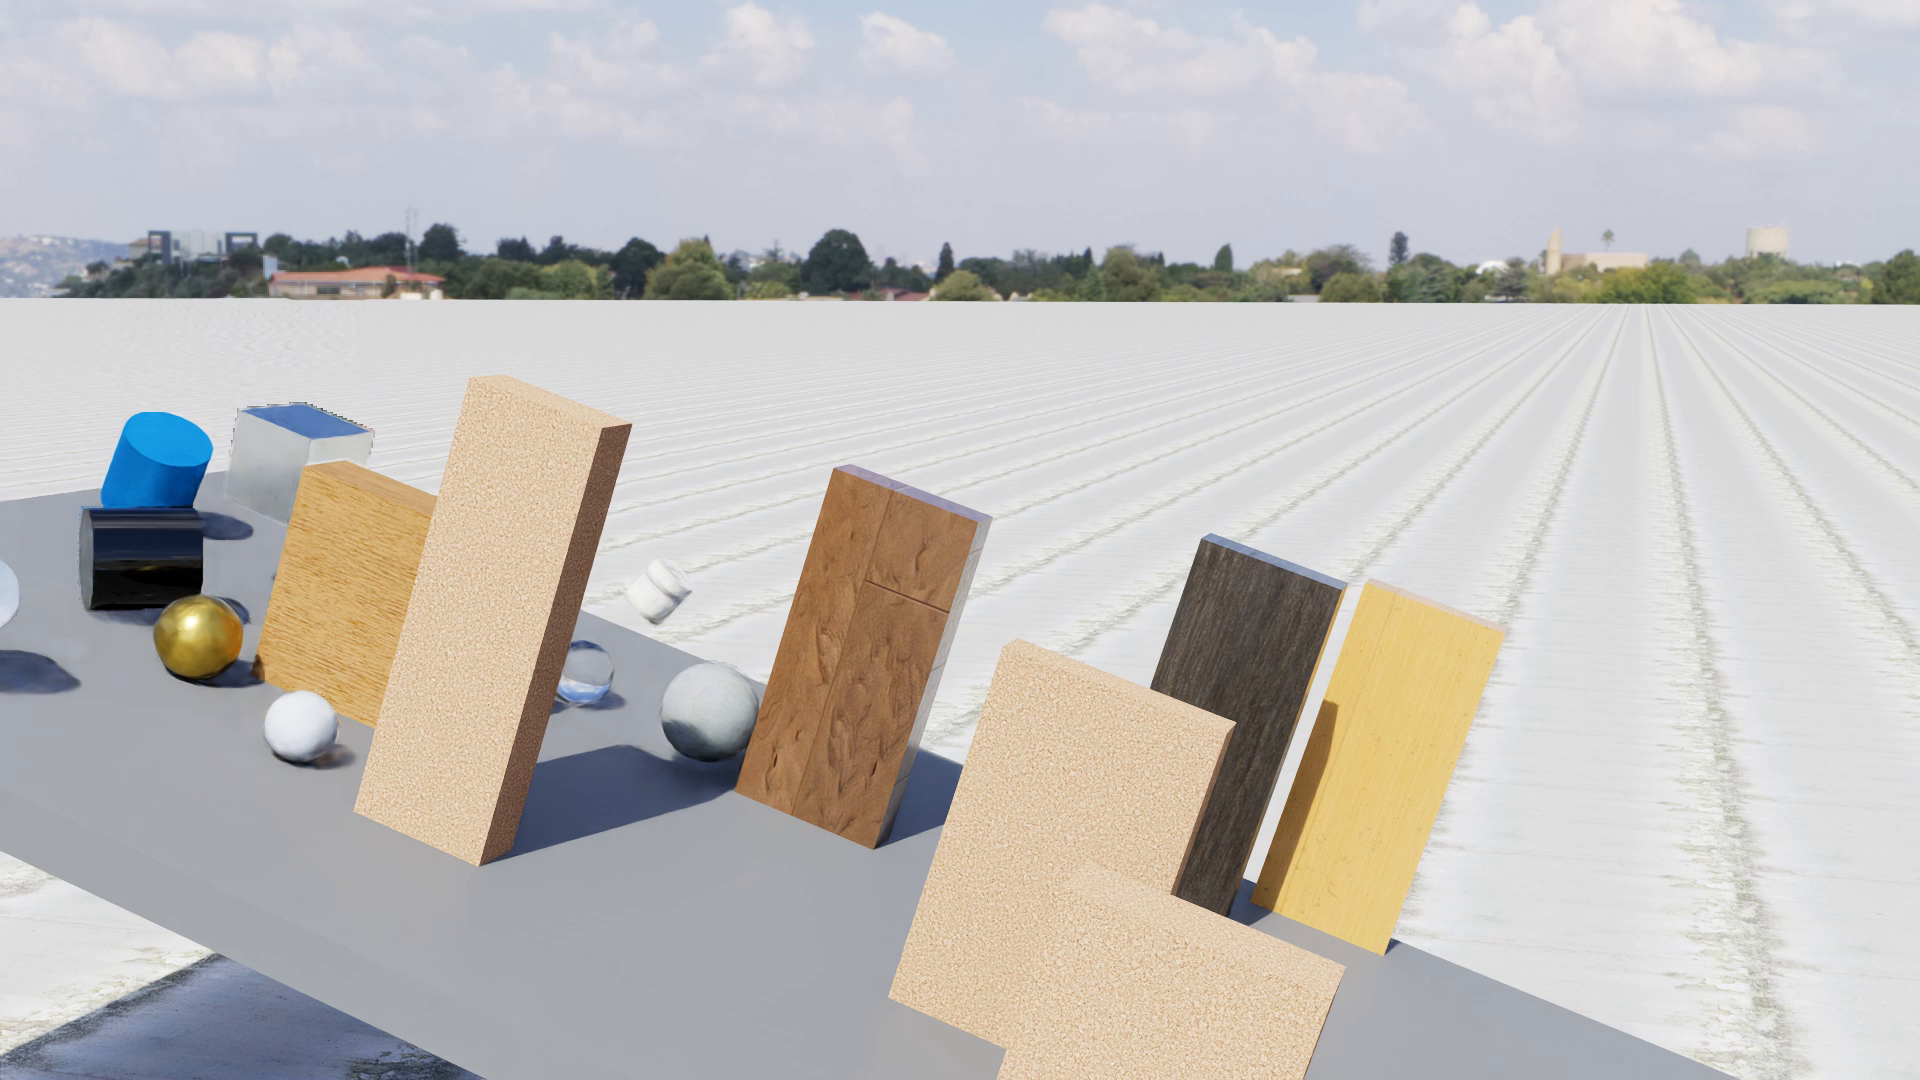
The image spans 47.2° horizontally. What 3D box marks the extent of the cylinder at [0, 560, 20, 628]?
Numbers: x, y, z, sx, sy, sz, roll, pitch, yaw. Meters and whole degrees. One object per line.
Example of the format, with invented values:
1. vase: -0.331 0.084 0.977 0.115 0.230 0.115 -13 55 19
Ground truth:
1. cylinder: -1.714 0.102 3.812 0.141 0.141 0.141 -4 -7 -30

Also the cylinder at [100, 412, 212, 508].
1. cylinder: -1.814 -0.153 4.966 0.195 0.195 0.195 24 30 -14

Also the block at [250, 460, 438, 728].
1. block: -1.132 0.117 4.279 0.372 0.436 0.142 21 12 14

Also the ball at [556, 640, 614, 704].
1. ball: -0.812 0.283 4.723 0.137 0.137 0.137 0 7 0

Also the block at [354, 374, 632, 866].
1. block: -0.805 0.138 3.776 0.255 0.799 0.116 21 12 14

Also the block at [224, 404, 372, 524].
1. block: -1.427 -0.163 4.745 0.197 0.197 0.197 21 15 20

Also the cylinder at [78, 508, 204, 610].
1. cylinder: -1.636 0.036 4.391 0.204 0.204 0.204 -1 6 -29

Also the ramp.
1. ramp: -0.354 0.666 4.224 4.000 0.100 2.000 21 12 14

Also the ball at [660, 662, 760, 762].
1. ball: -0.513 0.353 4.505 0.203 0.203 0.203 0 7 0

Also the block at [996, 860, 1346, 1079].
1. block: 0.262 0.778 3.098 0.392 0.519 0.143 21 12 14

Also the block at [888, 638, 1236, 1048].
1. block: 0.166 0.543 3.702 0.395 0.653 0.090 21 12 14

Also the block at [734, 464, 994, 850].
1. block: -0.198 0.235 4.444 0.316 0.707 0.102 21 12 14

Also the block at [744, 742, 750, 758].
1. block: -0.374 0.439 4.702 0.116 0.116 0.116 10 14 -34

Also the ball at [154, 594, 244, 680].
1. ball: -1.448 0.183 4.185 0.163 0.163 0.163 0 7 0

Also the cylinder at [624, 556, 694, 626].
1. cylinder: -0.773 0.132 5.643 0.127 0.127 0.127 43 5 -5

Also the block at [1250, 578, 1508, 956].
1. block: 0.903 0.491 4.763 0.308 0.756 0.088 21 12 14

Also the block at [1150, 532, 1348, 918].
1. block: 0.514 0.409 4.488 0.297 0.789 0.103 21 12 14

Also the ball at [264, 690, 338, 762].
1. ball: -1.186 0.335 3.958 0.129 0.129 0.129 0 7 0
